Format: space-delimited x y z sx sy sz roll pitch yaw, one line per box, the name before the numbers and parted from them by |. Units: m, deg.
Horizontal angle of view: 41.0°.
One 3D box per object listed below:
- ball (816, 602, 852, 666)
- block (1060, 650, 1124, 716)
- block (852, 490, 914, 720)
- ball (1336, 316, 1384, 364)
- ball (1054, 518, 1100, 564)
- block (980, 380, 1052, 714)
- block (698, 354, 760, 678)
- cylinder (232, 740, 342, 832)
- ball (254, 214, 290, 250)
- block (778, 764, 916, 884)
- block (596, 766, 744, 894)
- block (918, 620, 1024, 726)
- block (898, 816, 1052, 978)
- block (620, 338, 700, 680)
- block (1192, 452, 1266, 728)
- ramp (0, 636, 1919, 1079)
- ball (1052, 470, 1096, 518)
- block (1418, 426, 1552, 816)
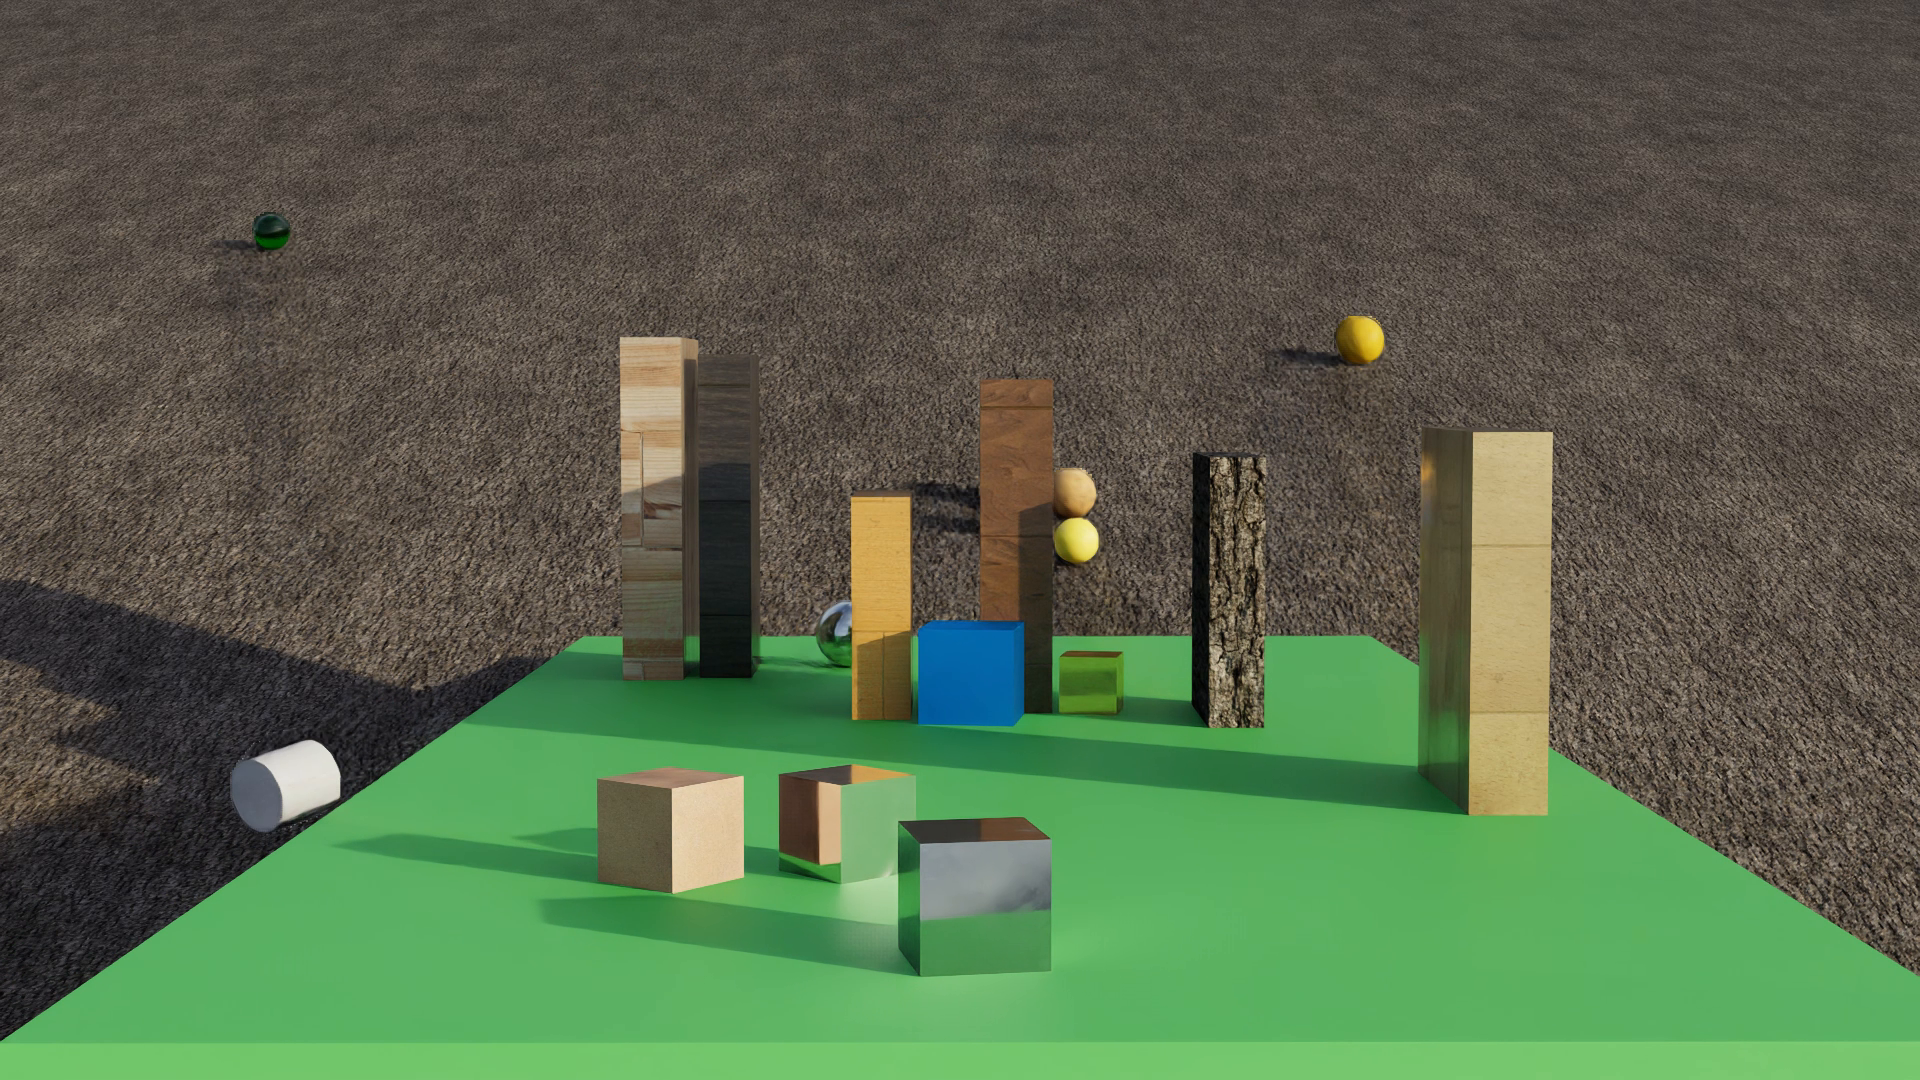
ball | -0.254 0.214 5.841 0.148 0.148 0.148 0 20 0
block | 0.259 0.281 5.056 0.113 0.113 0.113 1 4 11
block | -0.152 0.122 5.076 0.113 0.428 0.312 0 4 0
ball | 1.437 -0.714 9.211 0.171 0.171 0.171 0 20 0
ball | 0.330 0.002 7.291 0.130 0.130 0.130 0 20 0
block | 0.110 0.006 5.130 0.140 0.652 0.246 0 4 0
block | -0.514 -0.059 5.728 0.114 0.707 0.258 0 4 0
cylinder | -1.059 0.387 4.037 0.118 0.118 0.118 13 19 32
ball | -2.916 -1.304 10.875 0.149 0.149 0.149 0 20 0
block | -0.150 0.376 3.414 0.129 0.129 0.129 -3 5 -42
block | -0.378 0.377 3.358 0.134 0.134 0.134 3 5 37
block | 0.023 0.254 4.933 0.181 0.181 0.181 0 4 8
block | 0.015 0.400 2.893 0.147 0.147 0.147 -1 4 -11
block | -0.667 -0.078 5.743 0.130 0.743 0.382 0 4 0
block | 0.518 0.088 4.970 0.104 0.507 0.347 0 4 0
ramp | 0.047 0.420 4.534 2.000 0.100 4.000 0 4 0
ball | 0.332 -0.137 7.647 0.149 0.149 0.149 0 20 0
block | 0.821 0.113 4.044 0.118 0.574 0.424 0 4 0
